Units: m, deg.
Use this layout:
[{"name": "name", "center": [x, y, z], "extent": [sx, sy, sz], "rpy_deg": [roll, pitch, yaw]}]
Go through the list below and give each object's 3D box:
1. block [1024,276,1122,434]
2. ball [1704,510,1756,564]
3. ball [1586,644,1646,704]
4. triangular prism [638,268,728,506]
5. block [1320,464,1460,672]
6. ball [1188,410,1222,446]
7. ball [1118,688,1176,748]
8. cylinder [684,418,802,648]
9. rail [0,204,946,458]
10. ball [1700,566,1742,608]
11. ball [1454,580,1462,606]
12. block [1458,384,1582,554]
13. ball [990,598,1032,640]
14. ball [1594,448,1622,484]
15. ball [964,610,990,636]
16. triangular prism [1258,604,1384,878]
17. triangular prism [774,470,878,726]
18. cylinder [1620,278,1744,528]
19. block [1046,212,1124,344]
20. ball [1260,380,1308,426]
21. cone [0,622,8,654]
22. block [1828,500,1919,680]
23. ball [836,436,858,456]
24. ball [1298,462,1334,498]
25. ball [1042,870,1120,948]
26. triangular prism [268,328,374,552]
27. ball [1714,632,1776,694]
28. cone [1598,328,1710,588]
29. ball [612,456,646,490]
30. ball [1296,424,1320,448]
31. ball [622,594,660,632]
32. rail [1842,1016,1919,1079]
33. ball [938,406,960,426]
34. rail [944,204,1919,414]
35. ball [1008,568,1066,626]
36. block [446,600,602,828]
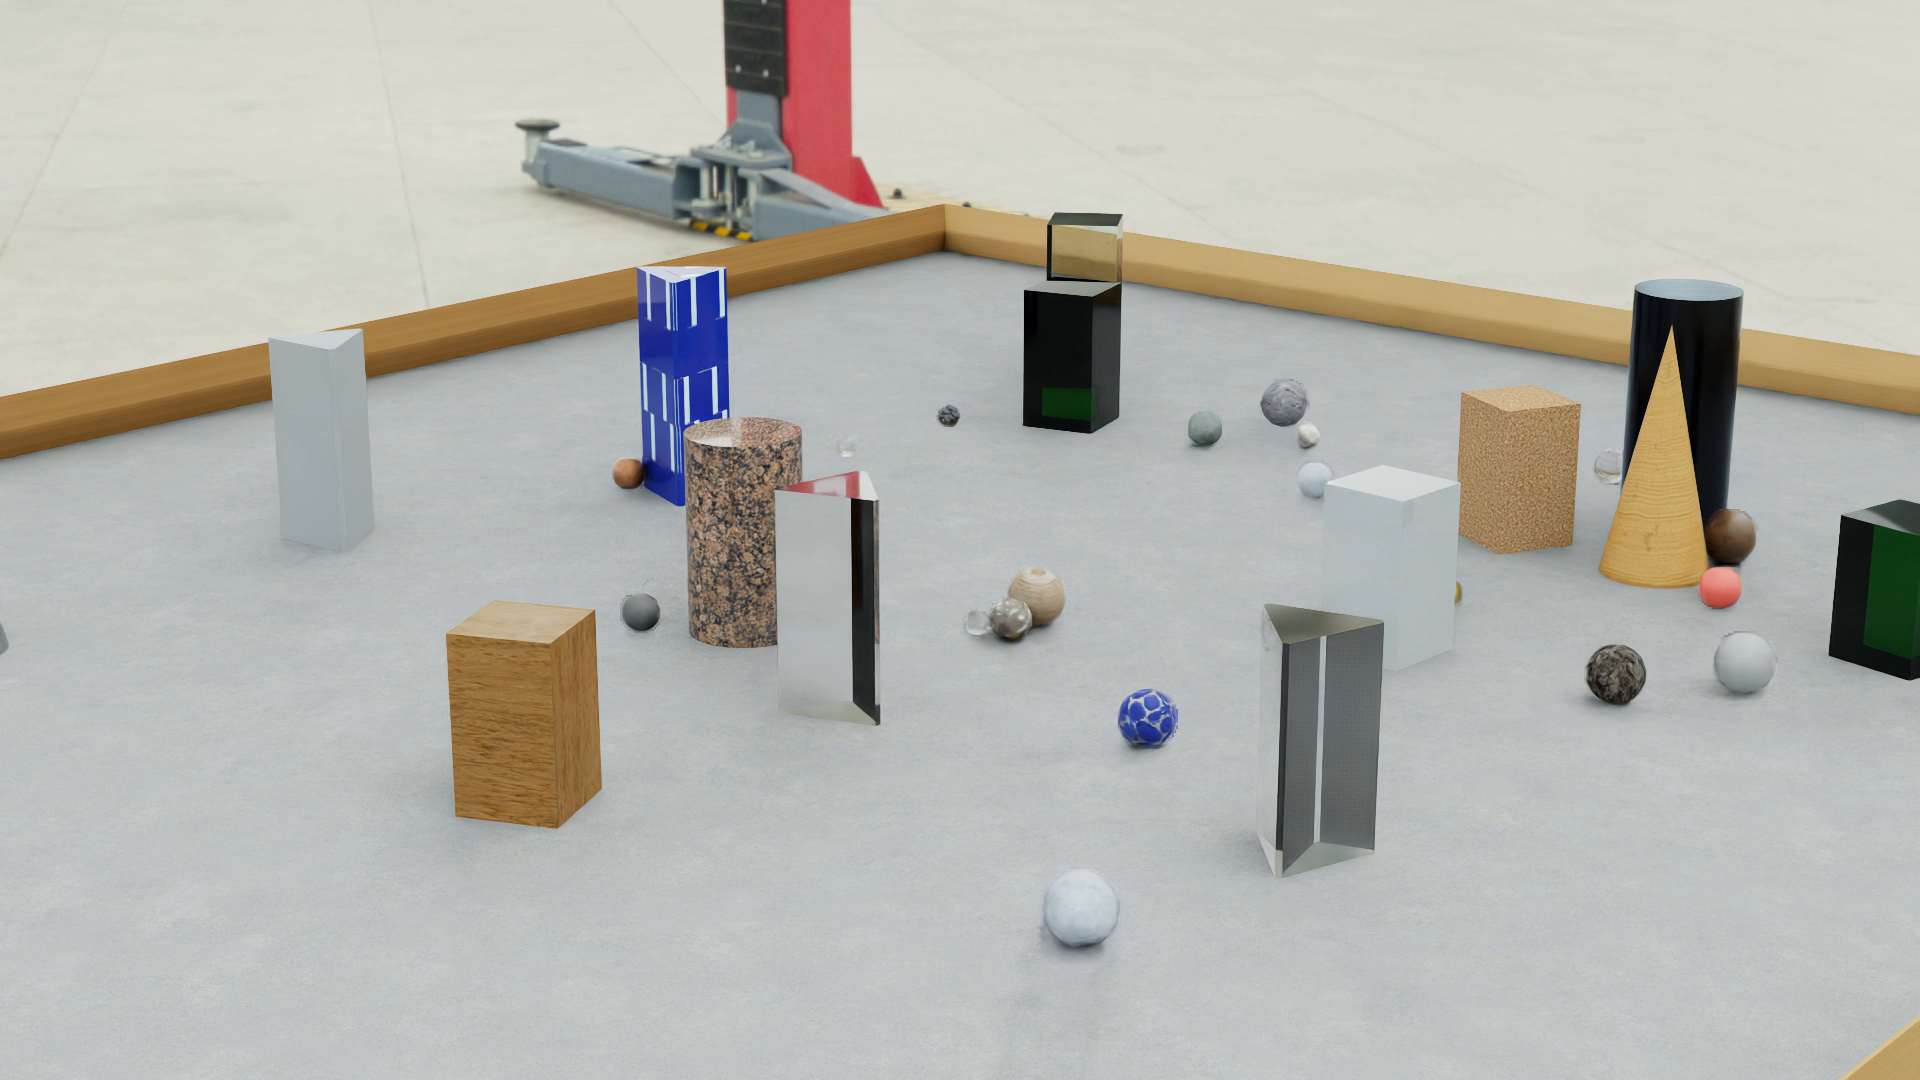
[{"name": "block", "center": [0.239, -0.396, 6.250], "extent": [0.157, 0.296, 0.157], "rpy_deg": [8, 18, 24]}, {"name": "ball", "center": [1.390, -0.005, 5.301], "extent": [0.097, 0.097, 0.097], "rpy_deg": [0, 17, 0]}, {"name": "ball", "center": [1.028, 0.210, 4.594], "extent": [0.093, 0.093, 0.093], "rpy_deg": [0, 17, 0]}, {"name": "triangular prism", "center": [-0.561, -0.307, 5.707], "extent": [0.147, 0.440, 0.170], "rpy_deg": [10, 19, 29]}, {"name": "block", "center": [0.704, 0.044, 4.810], "extent": [0.157, 0.286, 0.157], "rpy_deg": [16, 23, 42]}, {"name": "ball", "center": [0.509, -0.233, 6.095], "extent": [0.073, 0.073, 0.073], "rpy_deg": [0, 17, 0]}, {"name": "ball", "center": [0.281, 0.268, 4.407], "extent": [0.089, 0.089, 0.089], "rpy_deg": [0, 17, 0]}, {"name": "cylinder", "center": [-0.359, -0.014, 4.900], "extent": [0.196, 0.345, 0.196], "rpy_deg": [0, 17, 0]}, {"name": "rail", "center": [-1.546, -0.356, 6.405], "extent": [0.045, 0.127, 4.640], "rpy_deg": [14, 22, 39]}, {"name": "ball", "center": [1.312, 0.081, 5.057], "extent": [0.072, 0.072, 0.072], "rpy_deg": [0, 17, 0]}, {"name": "ball", "center": [0.838, 0.090, 5.054], "extent": [0.056, 0.056, 0.056], "rpy_deg": [0, 17, 0]}, {"name": "block", "center": [1.030, -0.132, 5.421], "extent": [0.157, 0.270, 0.157], "rpy_deg": [-6, 18, -21]}, {"name": "ball", "center": [0.085, 0.133, 4.887], "extent": [0.071, 0.071, 0.071], "rpy_deg": [0, 17, 0]}, {"name": "ball", "center": [1.293, -0.146, 5.811], "extent": [0.071, 0.071, 0.071], "rpy_deg": [0, 17, 0]}, {"name": "ball", "center": [0.029, 0.139, 4.913], "extent": [0.044, 0.044, 0.044], "rpy_deg": [0, 17, 0]}, {"name": "triangular prism", "center": [0.458, 0.264, 3.997], "extent": [0.170, 0.333, 0.147], "rpy_deg": [-11, 20, -32]}, {"name": "triangular prism", "center": [-0.177, 0.084, 4.548], "extent": [0.170, 0.360, 0.147], "rpy_deg": [6, 18, 20]}, {"name": "cylinder", "center": [1.333, -0.236, 5.427], "extent": [0.196, 0.464, 0.196], "rpy_deg": [0, 17, 0]}, {"name": "block", "center": [0.282, -0.550, 6.653], "extent": [0.157, 0.359, 0.157], "rpy_deg": [2, 17, 7]}, {"name": "ball", "center": [0.679, -0.285, 6.139], "extent": [0.097, 0.097, 0.097], "rpy_deg": [0, 17, 0]}, {"name": "cone", "center": [-1.673, -0.014, 4.784], "extent": [0.196, 0.411, 0.196], "rpy_deg": [0, 17, 0]}, {"name": "block", "center": [1.537, 0.079, 4.770], "extent": [0.157, 0.241, 0.157], "rpy_deg": [-12, 21, -35]}, {"name": "ball", "center": [-0.230, -0.192, 6.011], "extent": [0.044, 0.044, 0.044], "rpy_deg": [0, 17, 0]}, {"name": "ball", "center": [0.692, -0.116, 5.715], "extent": [0.070, 0.070, 0.070], "rpy_deg": [0, 17, 0]}, {"name": "ball", "center": [0.154, 0.468, 3.727], "extent": [0.098, 0.098, 0.098], "rpy_deg": [0, 17, 0]}, {"name": "triangular prism", "center": [-1.152, -0.191, 5.425], "extent": [0.170, 0.381, 0.147], "rpy_deg": [12, 21, 35]}, {"name": "ball", "center": [1.242, 0.194, 4.640], "extent": [0.096, 0.096, 0.096], "rpy_deg": [0, 17, 0]}, {"name": "cone", "center": [1.245, -0.159, 5.192], "extent": [0.196, 0.454, 0.196], "rpy_deg": [0, 17, 0]}, {"name": "ball", "center": [-0.652, -0.132, 5.773], "extent": [0.065, 0.065, 0.065], "rpy_deg": [0, 17, 0]}, {"name": "ball", "center": [0.722, -0.217, 6.084], "extent": [0.049, 0.049, 0.049], "rpy_deg": [0, 17, 0]}, {"name": "ball", "center": [-0.537, 0.122, 4.936], "extent": [0.064, 0.064, 0.064], "rpy_deg": [0, 17, 0]}, {"name": "rail", "center": [1.546, 0.419, 3.835], "extent": [0.045, 0.127, 4.640], "rpy_deg": [14, 22, 39]}, {"name": "ball", "center": [-0.024, -0.264, 6.245], "extent": [0.046, 0.046, 0.046], "rpy_deg": [0, 17, 0]}, {"name": "rail", "center": [1.505, -0.469, 6.780], "extent": [4.143, 0.127, 0.045], "rpy_deg": [14, 22, 39]}, {"name": "ball", "center": [0.130, 0.097, 4.958], "extent": [0.098, 0.098, 0.098], "rpy_deg": [0, 17, 0]}, {"name": "block", "center": [-0.617, 0.245, 4.162], "extent": [0.157, 0.274, 0.157], "rpy_deg": [5, 17, 16]}]
